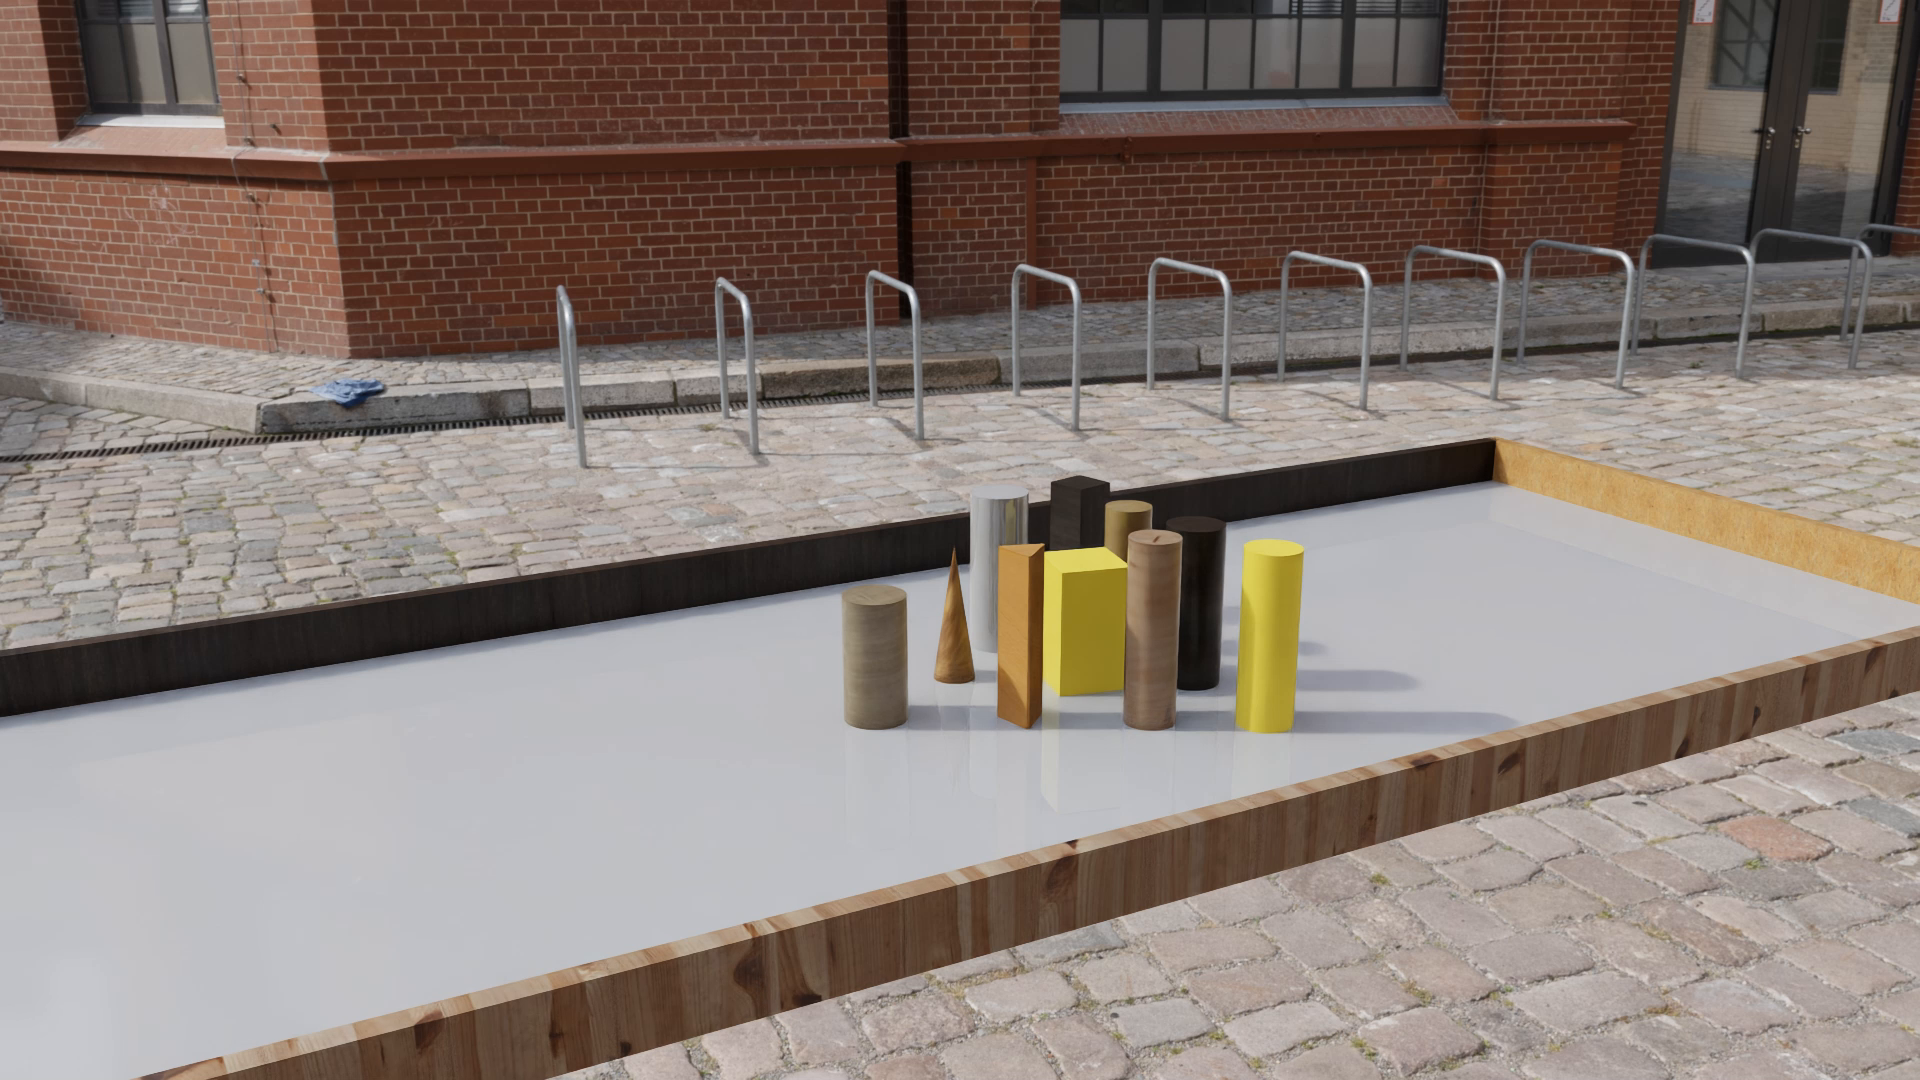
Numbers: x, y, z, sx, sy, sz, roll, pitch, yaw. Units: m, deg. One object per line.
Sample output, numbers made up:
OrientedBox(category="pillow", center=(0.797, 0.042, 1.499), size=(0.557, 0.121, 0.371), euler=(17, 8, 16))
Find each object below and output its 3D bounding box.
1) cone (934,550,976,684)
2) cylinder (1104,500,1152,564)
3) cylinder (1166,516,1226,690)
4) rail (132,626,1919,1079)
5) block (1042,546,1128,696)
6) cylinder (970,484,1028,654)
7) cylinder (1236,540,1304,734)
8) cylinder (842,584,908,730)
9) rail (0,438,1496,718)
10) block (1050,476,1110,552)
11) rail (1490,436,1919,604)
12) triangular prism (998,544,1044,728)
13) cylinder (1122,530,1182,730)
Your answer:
OrientedBox(category="cone", center=(-0.014, 0.179, 4.130), size=(0.107, 0.347, 0.107), euler=(0, 16, 0))
OrientedBox(category="cylinder", center=(0.437, 0.099, 4.327), size=(0.123, 0.390, 0.123), euler=(0, 16, 0))
OrientedBox(category="cylinder", center=(0.579, 0.157, 4.097), size=(0.148, 0.408, 0.148), euler=(0, 16, 0))
OrientedBox(category="rail", center=(-2.336, 1.006, 1.665), size=(12.000, 0.150, 0.050), euler=(-9, 18, -27))
OrientedBox(category="block", center=(0.306, 0.201, 4.108), size=(0.177, 0.318, 0.177), euler=(-5, 17, -15))
OrientedBox(category="cylinder", center=(0.103, 0.075, 4.355), size=(0.153, 0.419, 0.153), euler=(0, 16, 0))
OrientedBox(category="cylinder", center=(0.717, 0.223, 3.831), size=(0.136, 0.430, 0.136), euler=(0, 16, 0))
OrientedBox(category="cylinder", center=(-0.199, 0.275, 3.876), size=(0.153, 0.307, 0.153), euler=(0, 16, 0))
OrientedBox(category="rail", center=(-3.305, 0.497, 3.399), size=(12.000, 0.150, 0.050), euler=(-9, 18, -27))
OrientedBox(category="block", center=(0.331, 0.026, 4.583), size=(0.115, 0.385, 0.115), euler=(-14, 22, -40))
OrientedBox(category="rail", center=(2.466, -0.048, 5.253), size=(0.050, 0.150, 2.100), euler=(-9, 18, -27))
OrientedBox(category="triangular prism", center=(0.159, 0.220, 3.859), size=(0.093, 0.422, 0.107), euler=(-14, 21, -39))
OrientedBox(category="cylinder", center=(0.447, 0.210, 3.838), size=(0.125, 0.452, 0.125), euler=(0, 16, 0))
